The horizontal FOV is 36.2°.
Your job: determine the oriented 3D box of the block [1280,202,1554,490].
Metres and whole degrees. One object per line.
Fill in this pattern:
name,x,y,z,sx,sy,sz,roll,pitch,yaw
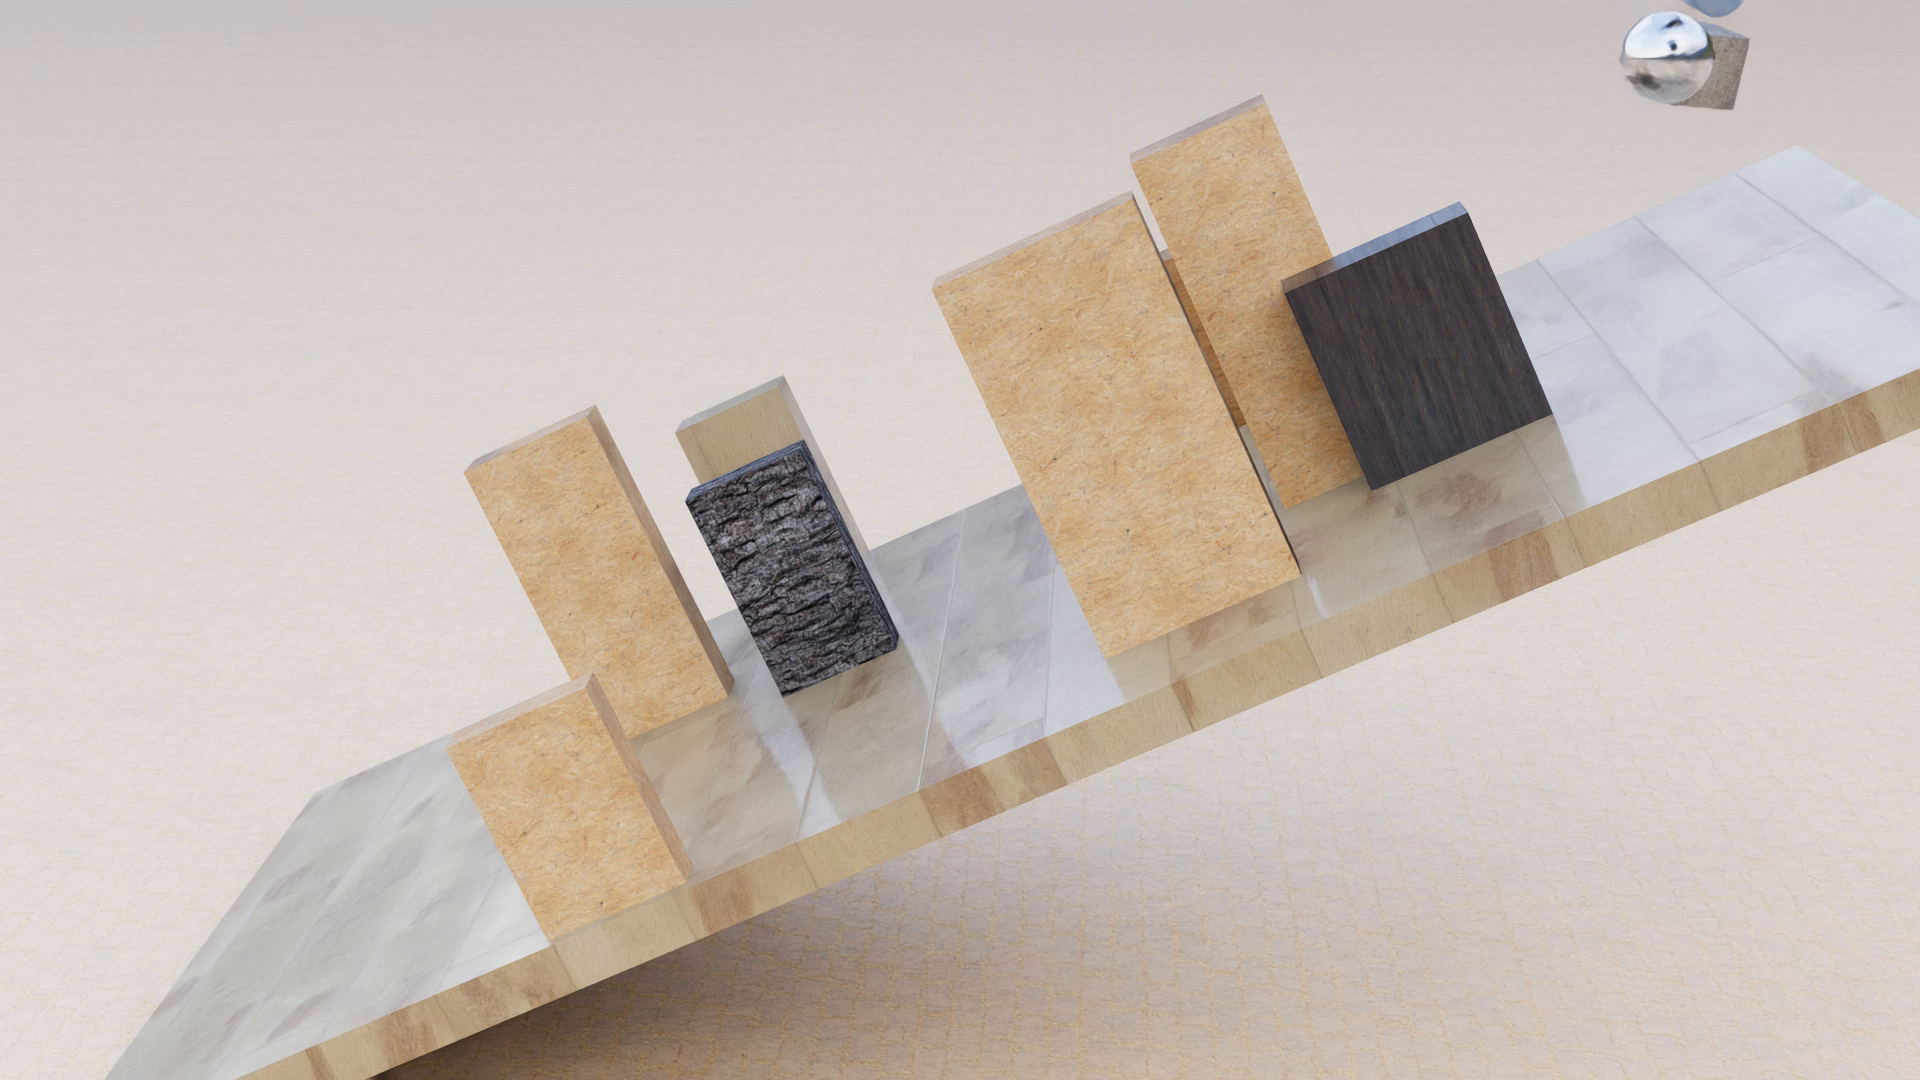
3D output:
block,0.900,-0.382,5.812,0.384,0.437,0.138,-24,13,9

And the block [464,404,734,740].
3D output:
block,-0.802,0.085,6.578,0.305,0.704,0.123,-24,13,9

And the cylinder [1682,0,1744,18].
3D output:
cylinder,1.403,-1.053,5.526,0.114,0.114,0.114,-5,27,-16

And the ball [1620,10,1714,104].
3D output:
ball,1.404,-0.959,5.840,0.183,0.183,0.183,0,16,0

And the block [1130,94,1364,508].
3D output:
block,0.634,-0.479,5.939,0.290,0.773,0.142,-24,13,9

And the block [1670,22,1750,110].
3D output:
block,1.550,-1.010,6.234,0.154,0.154,0.154,2,21,-20

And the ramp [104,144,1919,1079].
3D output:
ramp,0.134,0.169,6.283,4.000,0.100,2.000,-24,13,9

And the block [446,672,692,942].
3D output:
block,-0.722,0.495,5.458,0.288,0.416,0.097,-24,13,9

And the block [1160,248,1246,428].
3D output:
block,0.619,-0.493,6.803,0.375,0.425,0.149,-24,13,9

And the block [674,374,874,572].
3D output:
block,-0.444,-0.103,7.084,0.274,0.507,0.133,-24,13,9

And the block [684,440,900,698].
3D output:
block,-0.358,0.062,6.330,0.271,0.482,0.106,-24,13,9

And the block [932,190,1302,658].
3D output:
block,0.296,-0.211,5.508,0.403,0.780,0.109,-24,13,9
